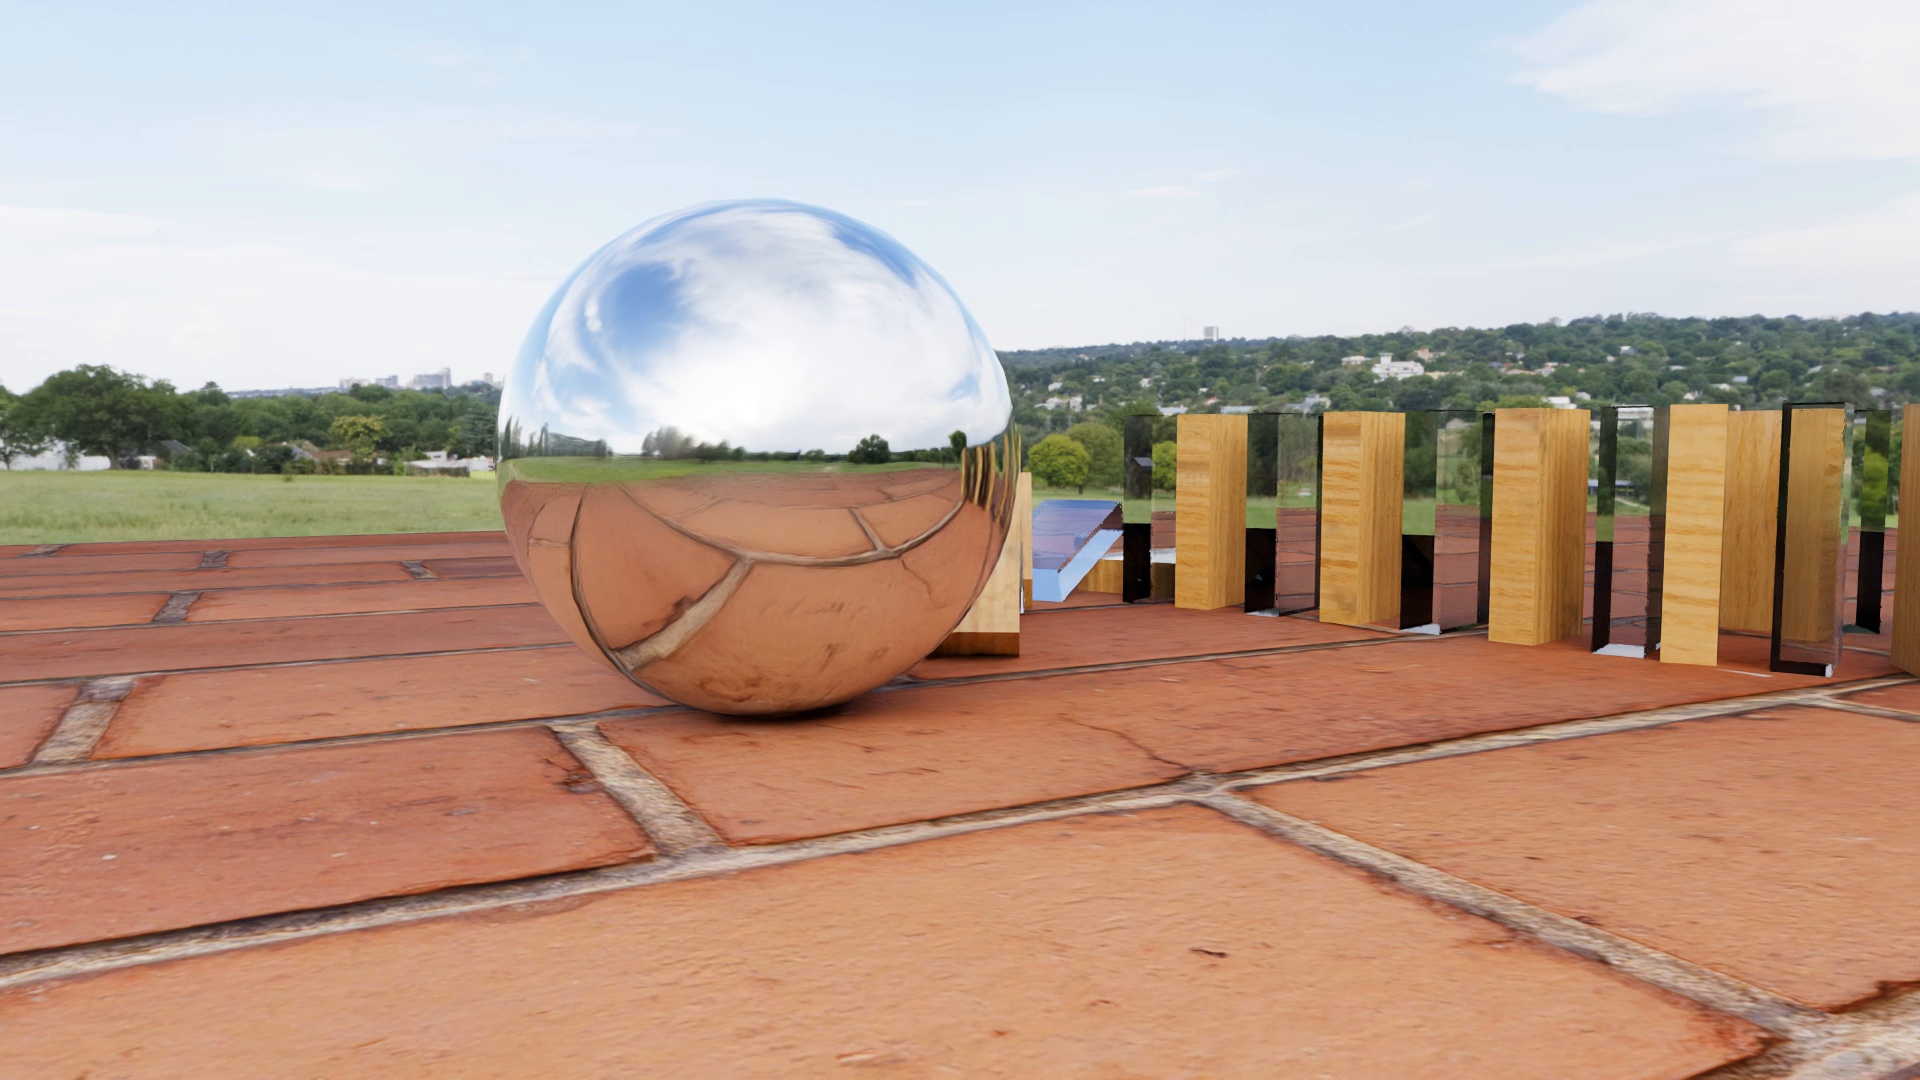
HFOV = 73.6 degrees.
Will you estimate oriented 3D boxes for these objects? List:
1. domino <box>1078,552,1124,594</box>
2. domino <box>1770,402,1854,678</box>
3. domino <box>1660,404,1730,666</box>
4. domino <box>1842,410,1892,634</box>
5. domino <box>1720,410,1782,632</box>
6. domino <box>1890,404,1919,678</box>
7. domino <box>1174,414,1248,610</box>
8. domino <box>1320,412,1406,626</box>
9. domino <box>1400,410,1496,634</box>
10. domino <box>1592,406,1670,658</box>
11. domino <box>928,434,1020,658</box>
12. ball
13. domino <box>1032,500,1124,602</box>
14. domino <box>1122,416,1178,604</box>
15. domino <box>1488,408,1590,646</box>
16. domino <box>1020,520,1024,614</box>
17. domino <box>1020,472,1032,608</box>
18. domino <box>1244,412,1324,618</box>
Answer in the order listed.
[{"bbox_3d":[0.059,0.009,0.386,0.025,0.009,0.050,3,5,37],"label":"domino"},{"bbox_3d":[0.163,-0.001,0.245,0.010,0.050,0.025,3,5,38],"label":"domino"},{"bbox_3d":[0.147,-0.002,0.257,0.010,0.050,0.025,3,5,31],"label":"domino"},{"bbox_3d":[0.205,-0.005,0.298,0.009,0.050,0.025,1,5,19],"label":"domino"},{"bbox_3d":[0.186,-0.005,0.294,0.009,0.050,0.025,-3,5,-38],"label":"domino"},{"bbox_3d":[0.181,0.000,0.234,0.009,0.050,0.025,2,5,21],"label":"domino"},{"bbox_3d":[0.068,-0.008,0.340,0.009,0.050,0.025,3,5,39],"label":"domino"},{"bbox_3d":[0.098,-0.006,0.311,0.009,0.050,0.025,4,6,45],"label":"domino"},{"bbox_3d":[0.113,-0.005,0.296,0.025,0.050,0.009,-4,6,-42],"label":"domino"},{"bbox_3d":[0.140,-0.002,0.266,0.010,0.050,0.025,3,5,38],"label":"domino"},{"bbox_3d":[0.000,0.000,0.267,0.025,0.050,0.009,0,-35,3],"label":"domino"},{"bbox_3d":[-0.031,-0.013,0.201,0.080,0.080,0.080,0,4,0],"label":"ball"},{"bbox_3d":[0.027,0.002,0.370,0.025,0.009,0.050,2,24,28],"label":"domino"},{"bbox_3d":[0.055,-0.009,0.350,0.009,0.050,0.025,3,5,38],"label":"domino"},{"bbox_3d":[0.127,-0.004,0.281,0.025,0.050,0.009,-4,6,-42],"label":"domino"},{"bbox_3d":[0.003,-0.003,0.333,0.025,0.009,0.050,-1,48,1],"label":"domino"},{"bbox_3d":[0.007,-0.001,0.350,0.025,0.009,0.050,0,36,3],"label":"domino"},{"bbox_3d":[0.083,-0.007,0.326,0.009,0.050,0.025,4,6,43],"label":"domino"}]
